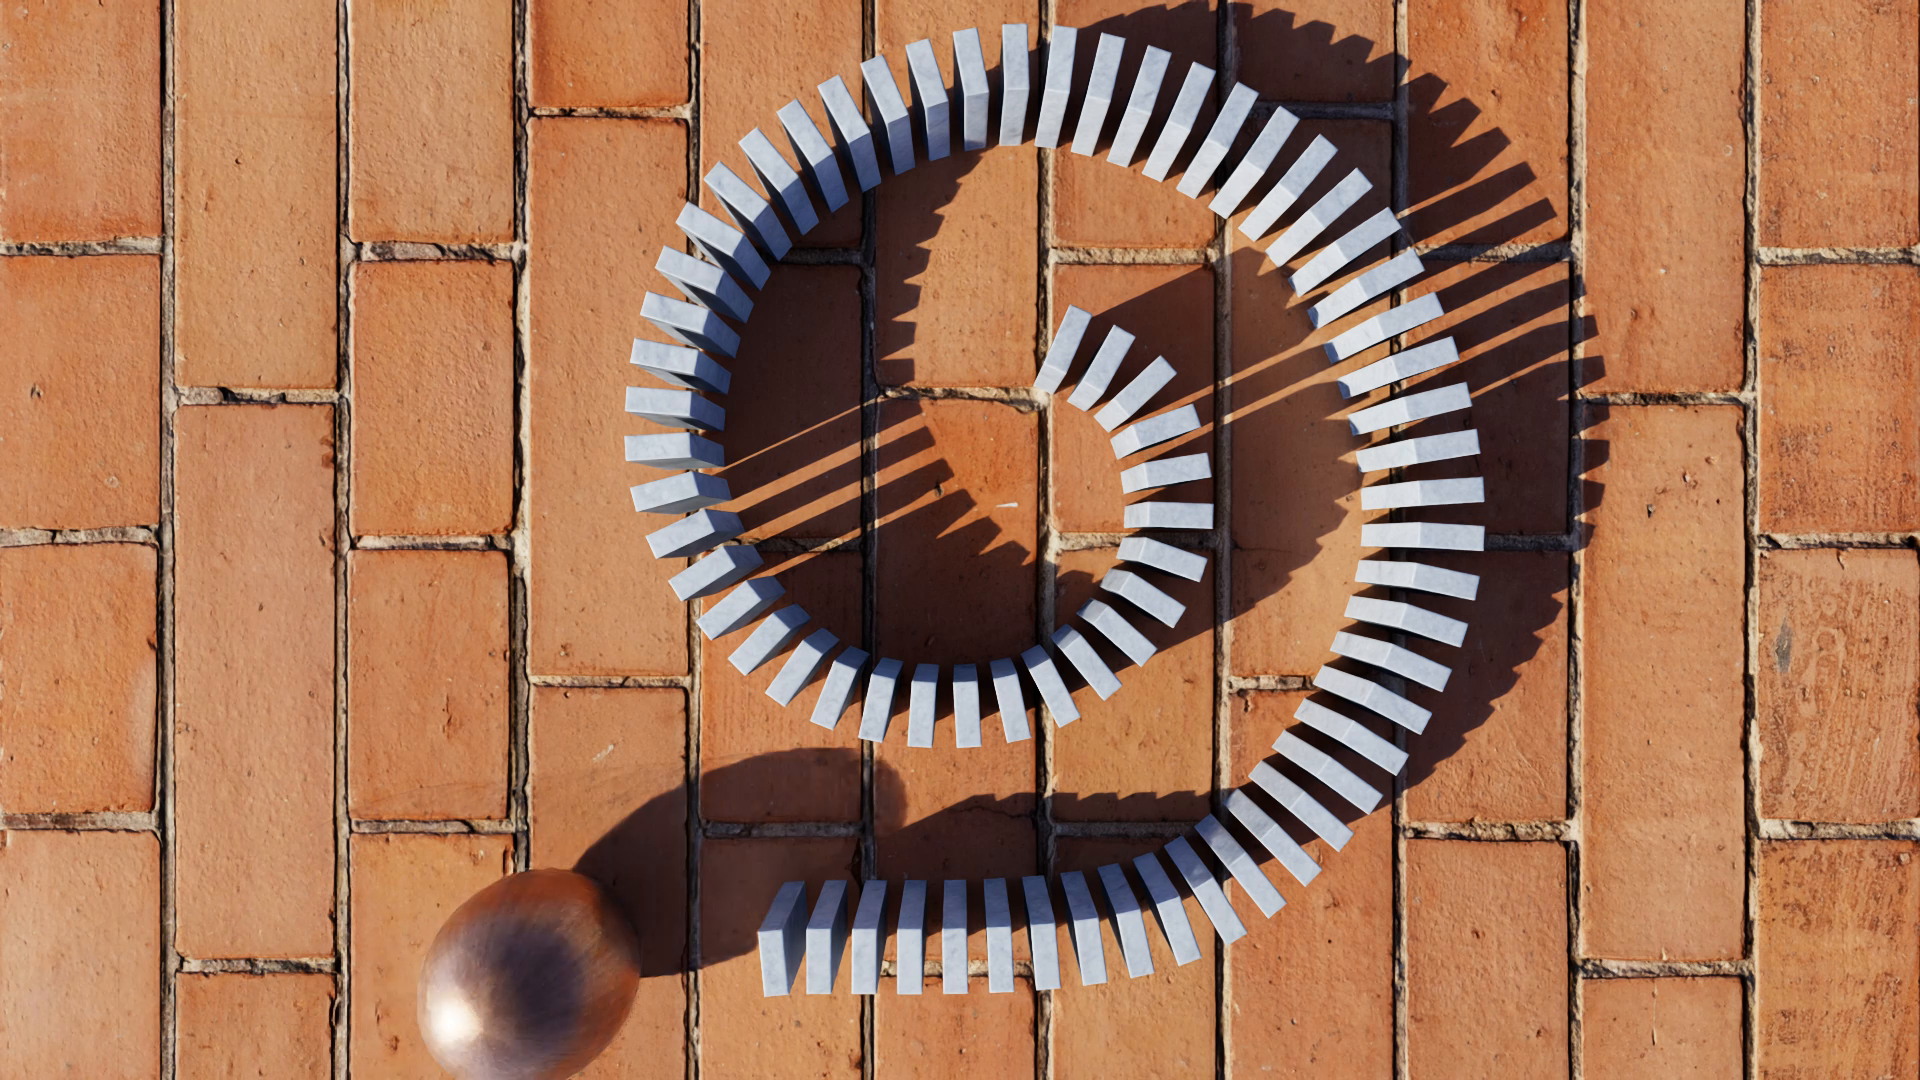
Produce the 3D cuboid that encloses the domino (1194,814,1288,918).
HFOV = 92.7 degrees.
[{"bbox_3d":[0.114,0.132,0.375,0.009,0.050,0.025,-39,90,0],"label":"domino"}]

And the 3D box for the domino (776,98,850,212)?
[{"bbox_3d":[-0.059,-0.156,0.375,0.010,0.050,0.025,-34,90,0],"label":"domino"}]

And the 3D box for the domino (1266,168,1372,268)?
[{"bbox_3d":[0.145,-0.131,0.375,0.025,0.050,0.010,-41,90,0],"label":"domino"}]

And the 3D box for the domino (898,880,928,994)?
[{"bbox_3d":[-0.019,0.161,0.375,0.009,0.050,0.025,0,90,0],"label":"domino"}]

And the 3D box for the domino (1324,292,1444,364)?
[{"bbox_3d":[0.172,-0.086,0.375,0.025,0.050,0.010,-22,90,0],"label":"domino"}]

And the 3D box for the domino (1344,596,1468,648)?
[{"bbox_3d":[0.181,0.033,0.375,0.025,0.050,0.009,18,90,0],"label":"domino"}]

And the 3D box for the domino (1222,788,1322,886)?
[{"bbox_3d":[0.127,0.120,0.375,0.009,0.050,0.025,-45,90,0],"label":"domino"}]

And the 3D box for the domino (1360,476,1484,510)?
[{"bbox_3d":[0.188,-0.019,0.375,0.025,0.050,0.009,-3,90,0],"label":"domino"}]

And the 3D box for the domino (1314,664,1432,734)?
[{"bbox_3d":[0.167,0.064,0.375,0.025,0.050,0.010,28,90,0],"label":"domino"}]

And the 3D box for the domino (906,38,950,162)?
[{"bbox_3d":[-0.013,-0.179,0.375,0.010,0.050,0.025,-18,90,0],"label":"domino"}]

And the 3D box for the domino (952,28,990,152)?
[{"bbox_3d":[0.004,-0.183,0.375,0.010,0.050,0.025,-11,90,0],"label":"domino"}]

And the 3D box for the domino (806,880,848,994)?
[{"bbox_3d":[-0.054,0.161,0.375,0.010,0.050,0.025,0,90,0],"label":"domino"}]

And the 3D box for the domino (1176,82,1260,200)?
[{"bbox_3d":[0.104,-0.162,0.375,0.010,0.050,0.025,28,90,0],"label":"domino"}]

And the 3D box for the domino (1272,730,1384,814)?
[{"bbox_3d":[0.149,0.094,0.375,0.025,0.050,0.009,36,90,0],"label":"domino"}]

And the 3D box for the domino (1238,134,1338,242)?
[{"bbox_3d":[0.133,-0.143,0.375,0.010,0.050,0.025,40,90,0],"label":"domino"}]

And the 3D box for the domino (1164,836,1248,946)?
[{"bbox_3d":[0.100,0.142,0.375,0.010,0.050,0.025,-31,90,0],"label":"domino"}]

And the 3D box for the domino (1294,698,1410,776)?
[{"bbox_3d":[0.159,0.080,0.375,0.025,0.050,0.009,32,90,0],"label":"domino"}]

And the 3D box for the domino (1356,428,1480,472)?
[{"bbox_3d":[0.186,-0.036,0.375,0.025,0.050,0.010,-9,90,0],"label":"domino"}]

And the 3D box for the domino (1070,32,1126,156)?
[{"bbox_3d":[0.056,-0.181,0.375,0.009,0.050,0.025,14,90,0],"label":"domino"}]

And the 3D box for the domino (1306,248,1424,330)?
[{"bbox_3d":[0.165,-0.102,0.375,0.025,0.050,0.009,-27,90,0],"label":"domino"}]

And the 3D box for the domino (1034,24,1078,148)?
[{"bbox_3d":[0.039,-0.184,0.375,0.009,0.050,0.025,7,90,0],"label":"domino"}]

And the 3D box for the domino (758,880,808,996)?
[{"bbox_3d":[-0.071,0.162,0.375,0.010,0.050,0.025,-6,90,0],"label":"domino"}]

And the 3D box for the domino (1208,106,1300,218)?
[{"bbox_3d":[0.119,-0.153,0.375,0.009,0.050,0.025,34,90,0],"label":"domino"}]

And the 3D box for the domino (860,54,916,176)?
[{"bbox_3d":[-0.029,-0.172,0.375,0.010,0.050,0.025,-23,90,0],"label":"domino"}]

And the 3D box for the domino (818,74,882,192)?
[{"bbox_3d":[-0.044,-0.165,0.375,0.010,0.050,0.025,-29,90,0],"label":"domino"}]

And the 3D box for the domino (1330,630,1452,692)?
[{"bbox_3d":[0.175,0.049,0.375,0.025,0.050,0.009,23,90,0],"label":"domino"}]

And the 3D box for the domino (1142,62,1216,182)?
[{"bbox_3d":[0.089,-0.170,0.375,0.009,0.050,0.025,23,90,0],"label":"domino"}]

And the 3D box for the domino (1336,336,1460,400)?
[{"bbox_3d":[0.178,-0.070,0.375,0.025,0.050,0.009,-18,90,0],"label":"domino"}]

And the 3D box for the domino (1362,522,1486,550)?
[{"bbox_3d":[0.188,-0.001,0.375,0.025,0.050,0.009,3,90,0],"label":"domino"}]

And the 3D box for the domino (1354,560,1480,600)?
[{"bbox_3d":[0.186,0.016,0.375,0.025,0.050,0.010,12,90,0],"label":"domino"}]

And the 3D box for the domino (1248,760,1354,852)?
[{"bbox_3d":[0.138,0.108,0.375,0.025,0.050,0.009,40,90,0],"label":"domino"}]

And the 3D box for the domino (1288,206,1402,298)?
[{"bbox_3d":[0.156,-0.117,0.375,0.025,0.050,0.009,-33,90,0],"label":"domino"}]

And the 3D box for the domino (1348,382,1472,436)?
[{"bbox_3d":[0.183,-0.053,0.375,0.025,0.050,0.009,-14,90,0],"label":"domino"}]

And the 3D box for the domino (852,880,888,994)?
[{"bbox_3d":[-0.037,0.161,0.375,0.010,0.050,0.025,0,90,0],"label":"domino"}]

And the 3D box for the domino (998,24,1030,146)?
[{"bbox_3d":[0.021,-0.185,0.375,0.009,0.050,0.025,-2,90,0],"label":"domino"}]

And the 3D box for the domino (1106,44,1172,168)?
[{"bbox_3d":[0.073,-0.176,0.375,0.009,0.050,0.025,19,90,0],"label":"domino"}]
